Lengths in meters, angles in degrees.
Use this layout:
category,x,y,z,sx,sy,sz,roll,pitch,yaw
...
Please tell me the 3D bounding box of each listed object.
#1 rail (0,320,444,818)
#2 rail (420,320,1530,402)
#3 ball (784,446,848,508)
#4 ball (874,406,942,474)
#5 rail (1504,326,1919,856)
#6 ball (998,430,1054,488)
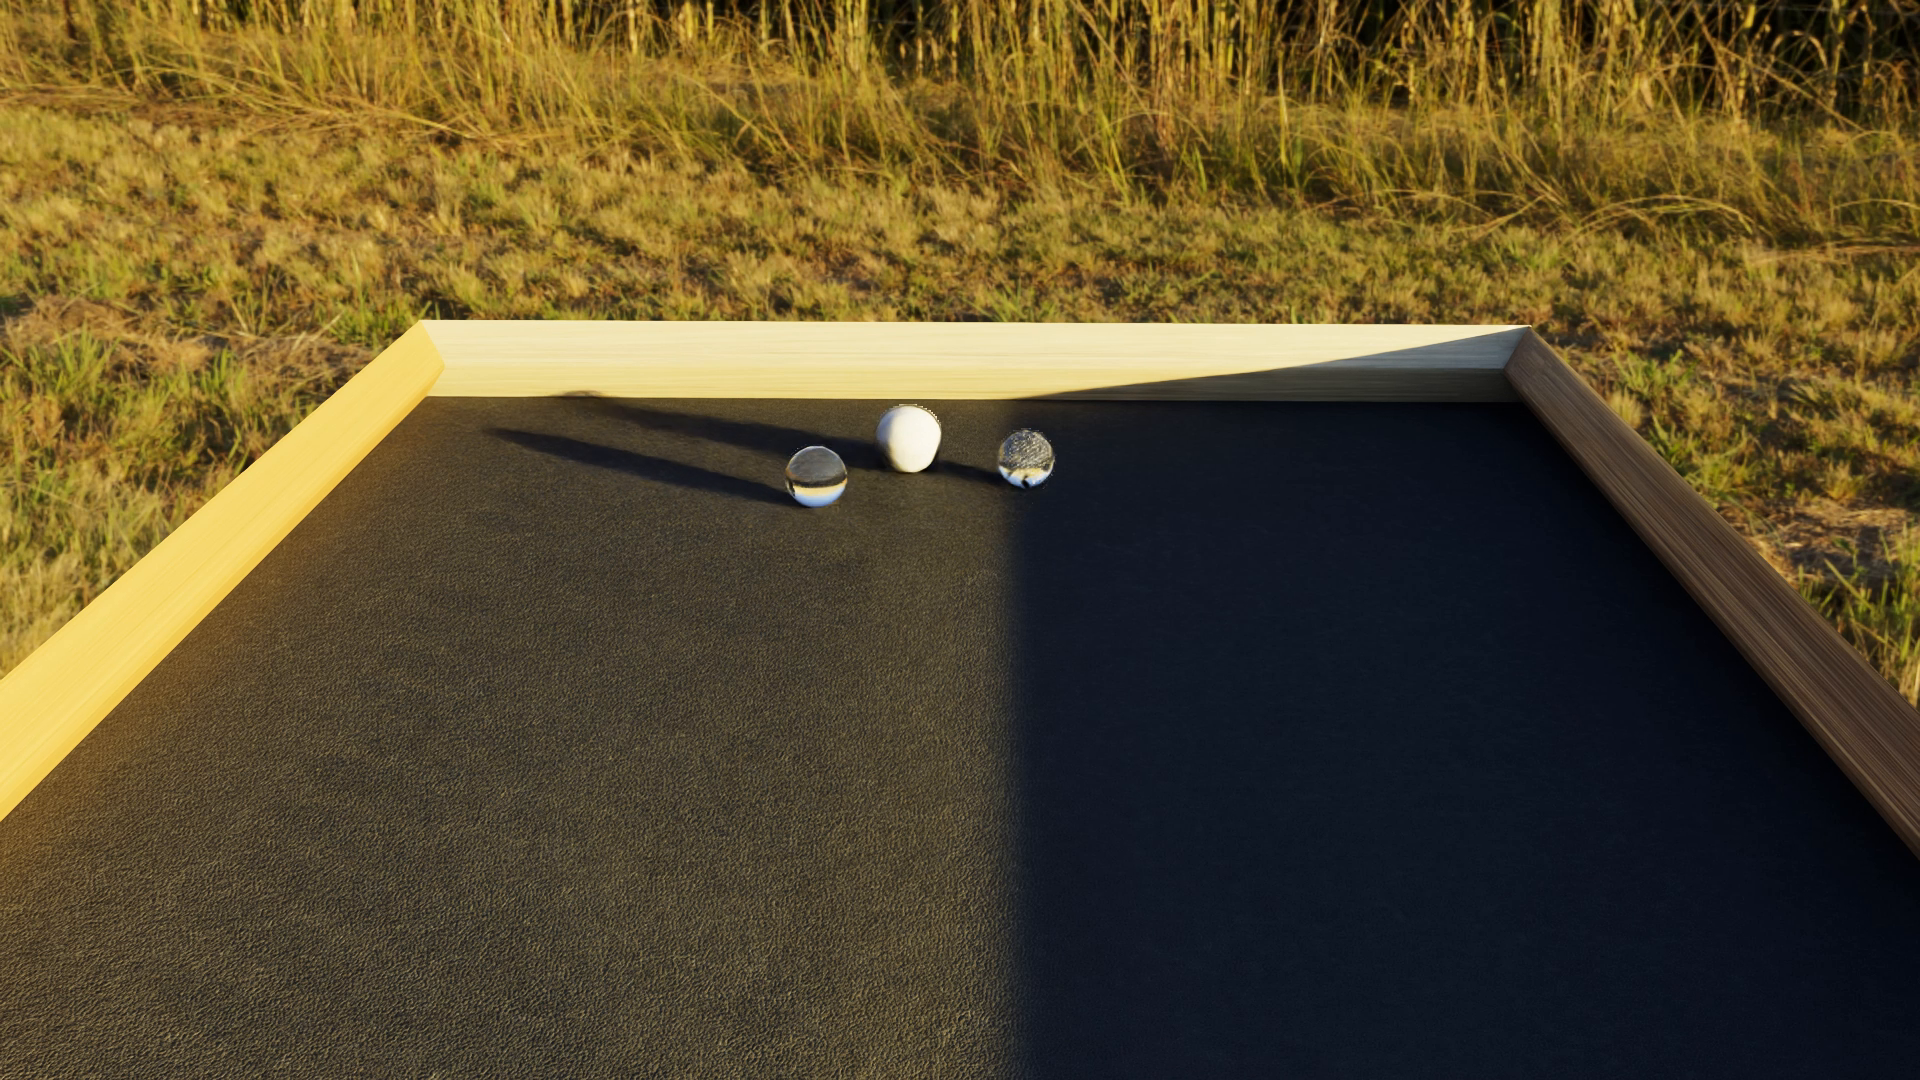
category,x,y,z,sx,sy,sz,roll,pitch,yaw
rail,-0.829,0.226,1.822,0.045,0.117,3.193,0,18,1
rail,0.017,-0.263,3.298,1.670,0.117,0.045,0,18,1
ball,-0.184,-0.080,2.808,0.080,0.080,0.080,0,18,0
ball,-0.070,-0.135,2.957,0.090,0.090,0.090,0,18,0
rail,0.793,0.237,1.788,0.045,0.117,3.193,0,18,1
ball,0.087,-0.106,2.894,0.075,0.075,0.075,0,18,0
